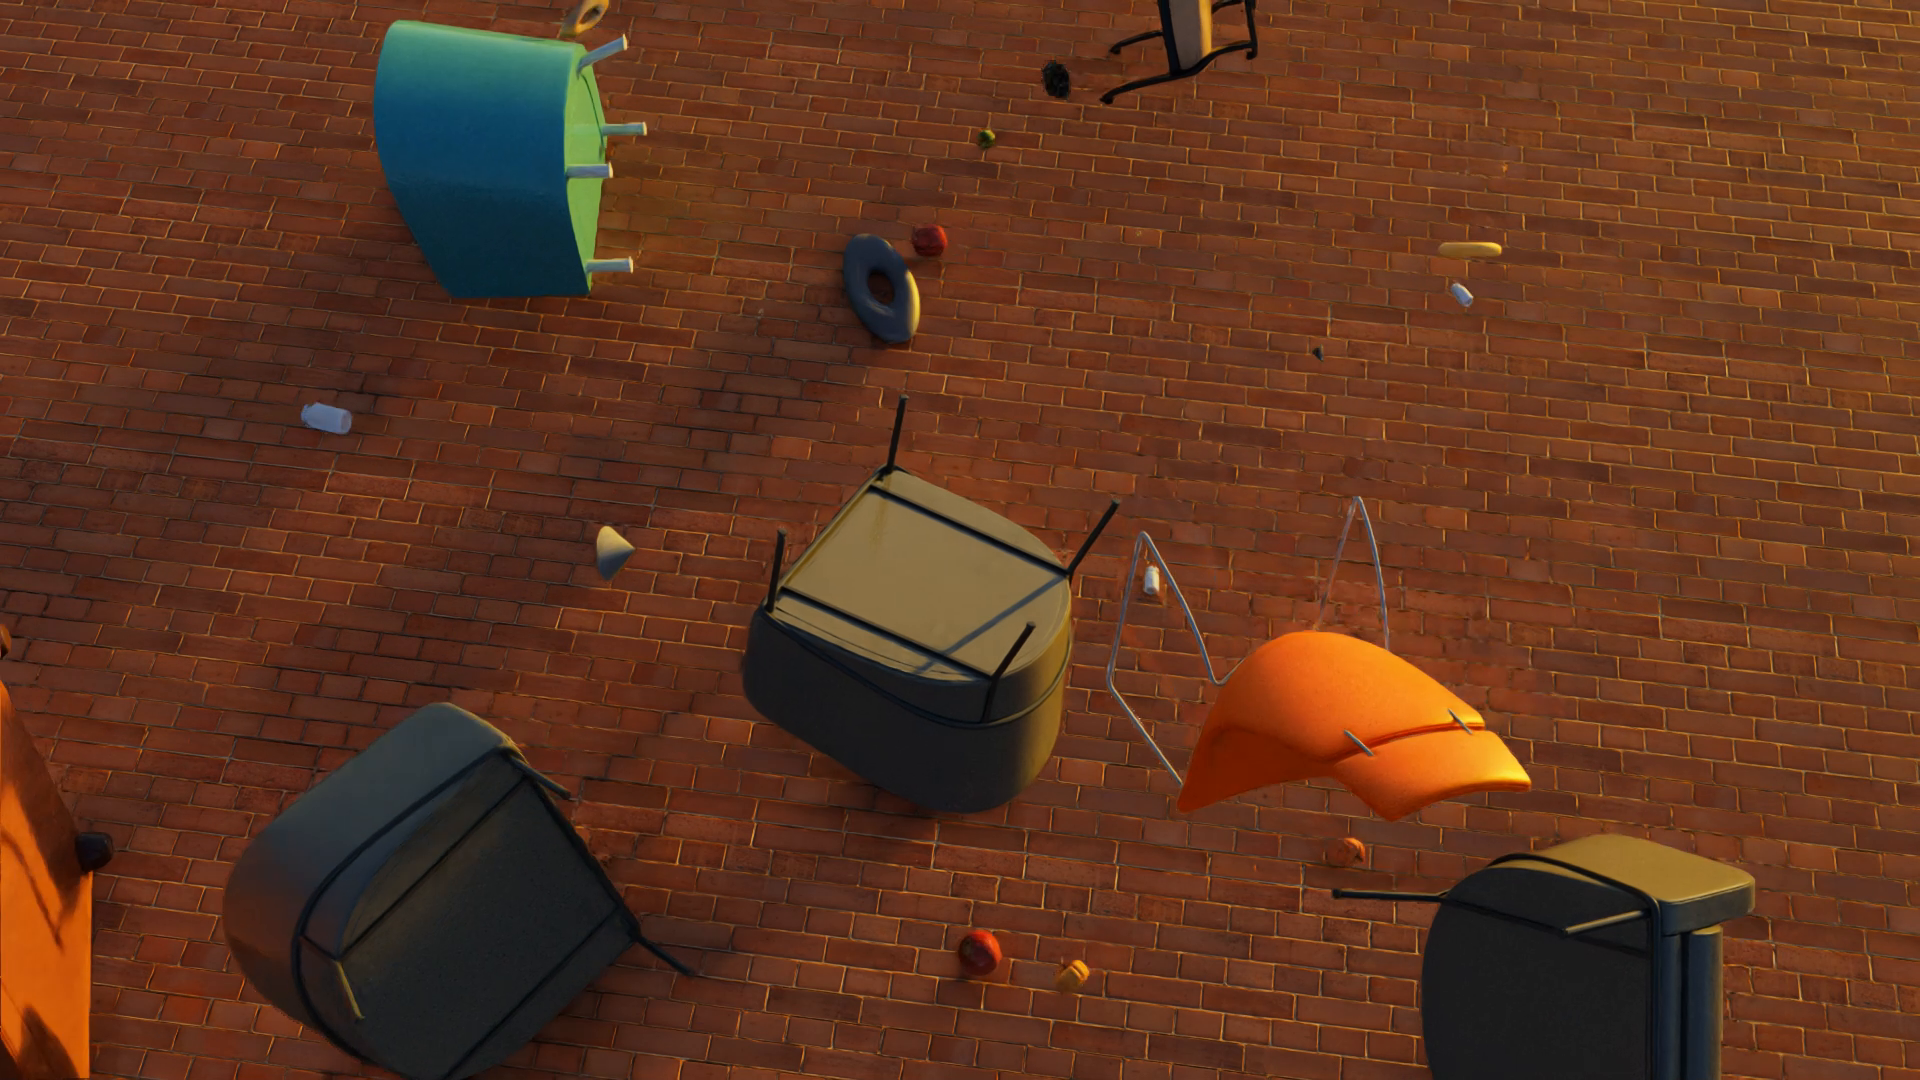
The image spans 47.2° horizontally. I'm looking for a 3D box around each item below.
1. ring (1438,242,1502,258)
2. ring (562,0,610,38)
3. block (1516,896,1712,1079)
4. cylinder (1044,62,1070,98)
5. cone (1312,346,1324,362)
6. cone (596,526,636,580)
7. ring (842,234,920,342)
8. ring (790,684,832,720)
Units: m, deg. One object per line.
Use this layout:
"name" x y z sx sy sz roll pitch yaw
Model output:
"ring" 1.553 -0.882 6.699 0.196 0.112 0.049 0 98 -5
"ring" -1.223 -1.711 7.176 0.045 0.089 0.221 25 60 30
"block" 1.660 1.156 5.583 0.334 0.231 0.353 -26 56 15
"cylinder" 0.320 -1.528 7.313 0.062 0.116 0.061 -18 23 -21
"cone" 1.103 -0.560 6.723 0.034 0.049 0.049 -16 71 -16
"cone" -0.993 0.033 6.452 0.090 0.143 0.179 -8 45 16
"ring" -0.255 -0.812 7.081 0.223 0.065 0.470 -15 58 -9
"ring" -0.420 0.455 6.196 0.148 0.128 0.039 -37 87 -9
